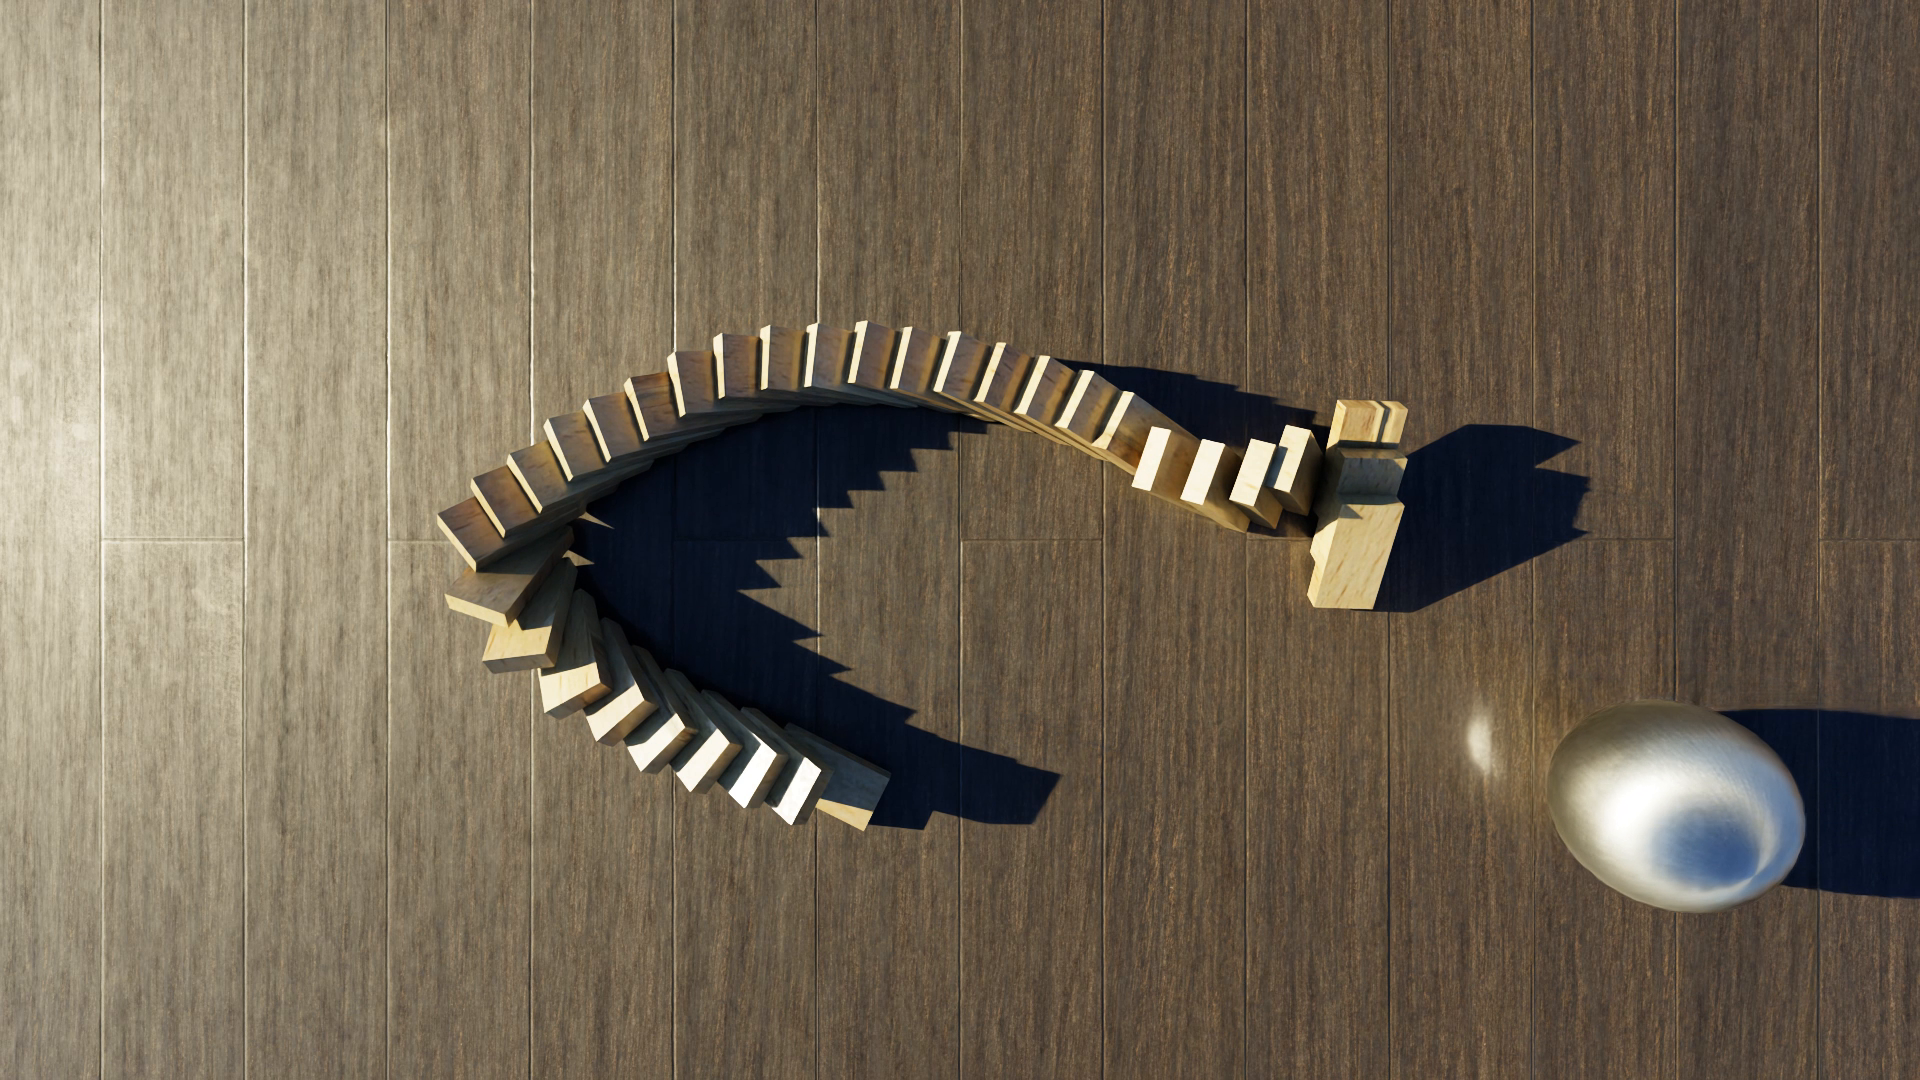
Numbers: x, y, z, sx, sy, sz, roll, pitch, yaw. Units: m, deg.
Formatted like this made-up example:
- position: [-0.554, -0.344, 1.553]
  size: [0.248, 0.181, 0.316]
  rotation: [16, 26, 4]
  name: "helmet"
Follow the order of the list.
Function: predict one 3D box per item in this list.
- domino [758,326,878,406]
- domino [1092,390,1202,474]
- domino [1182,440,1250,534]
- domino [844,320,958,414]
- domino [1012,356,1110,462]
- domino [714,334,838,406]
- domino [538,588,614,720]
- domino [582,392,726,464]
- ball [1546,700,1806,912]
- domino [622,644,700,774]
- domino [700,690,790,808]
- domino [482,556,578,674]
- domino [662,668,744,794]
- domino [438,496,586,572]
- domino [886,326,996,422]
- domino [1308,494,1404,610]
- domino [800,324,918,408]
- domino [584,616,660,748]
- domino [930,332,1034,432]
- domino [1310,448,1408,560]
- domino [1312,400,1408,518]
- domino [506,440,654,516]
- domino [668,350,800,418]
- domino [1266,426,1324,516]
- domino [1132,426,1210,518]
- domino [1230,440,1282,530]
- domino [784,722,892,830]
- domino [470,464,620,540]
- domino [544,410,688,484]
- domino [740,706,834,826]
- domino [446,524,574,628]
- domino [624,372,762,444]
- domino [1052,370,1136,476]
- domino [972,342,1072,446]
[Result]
- position: [-0.058, -0.072, 0.382]
  size: [0.050, 0.010, 0.025]
  rotation: [3, 89, -34]
  name: "domino"
- position: [0.080, -0.039, 0.383]
  size: [0.050, 0.009, 0.025]
  rotation: [27, 90, -33]
  name: "domino"
- position: [0.109, -0.021, 0.377]
  size: [0.010, 0.050, 0.025]
  rotation: [20, 90, 38]
  name: "domino"
- position: [-0.022, -0.071, 0.382]
  size: [0.050, 0.010, 0.025]
  rotation: [12, 90, -34]
  name: "domino"
- position: [0.048, -0.054, 0.382]
  size: [0.050, 0.009, 0.025]
  rotation: [23, 90, -33]
  name: "domino"
- position: [-0.076, -0.070, 0.382]
  size: [0.050, 0.010, 0.025]
  rotation: [-2, 89, -34]
  name: "domino"
- position: [-0.162, 0.047, 0.382]
  size: [0.025, 0.009, 0.050]
  rotation: [-29, 55, 0]
  name: "domino"
- position: [-0.127, -0.051, 0.382]
  size: [0.050, 0.009, 0.025]
  rotation: [-21, 90, -35]
  name: "domino"
- position: [0.278, 0.103, 0.360]
  size: [0.080, 0.080, 0.080]
  rotation: [0, 90, 0]
  name: "ball"
- position: [-0.132, 0.070, 0.383]
  size: [0.025, 0.009, 0.050]
  rotation: [-45, 58, 1]
  name: "domino"
- position: [-0.096, 0.087, 0.383]
  size: [0.050, 0.010, 0.025]
  rotation: [31, 90, 31]
  name: "domino"
- position: [-0.177, 0.030, 0.380]
  size: [0.025, 0.009, 0.050]
  rotation: [-7, 49, 0]
  name: "domino"
- position: [-0.114, 0.079, 0.383]
  size: [0.050, 0.009, 0.025]
  rotation: [38, 90, 32]
  name: "domino"
- position: [-0.185, -0.011, 0.381]
  size: [0.025, 0.010, 0.050]
  rotation: [50, 53, 3]
  name: "domino"
- position: [-0.004, -0.068, 0.382]
  size: [0.050, 0.009, 0.025]
  rotation: [14, 90, -34]
  name: "domino"
- position: [0.165, 0.005, 0.383]
  size: [0.025, 0.010, 0.050]
  rotation: [2, 120, 0]
  name: "domino"
- position: [-0.040, -0.072, 0.382]
  size: [0.050, 0.009, 0.025]
  rotation: [6, 90, -34]
  name: "domino"
- position: [-0.146, 0.058, 0.382]
  size: [0.025, 0.009, 0.050]
  rotation: [-41, 54, 0]
  name: "domino"
- position: [0.014, -0.065, 0.382]
  size: [0.050, 0.009, 0.025]
  rotation: [19, 90, -34]
  name: "domino"
- position: [0.166, -0.013, 0.383]
  size: [0.025, 0.009, 0.050]
  rotation: [2, 120, 0]
  name: "domino"
- position: [0.167, -0.033, 0.384]
  size: [0.025, 0.009, 0.050]
  rotation: [2, 118, 0]
  name: "domino"
- position: [-0.157, -0.032, 0.381]
  size: [0.050, 0.009, 0.025]
  rotation: [-31, 89, -36]
  name: "domino"
- position: [-0.094, -0.065, 0.382]
  size: [0.050, 0.009, 0.025]
  rotation: [-10, 90, -35]
  name: "domino"
- position: [0.138, -0.028, 0.376]
  size: [0.009, 0.050, 0.025]
  rotation: [19, 90, 30]
  name: "domino"
- position: [0.094, -0.027, 0.380]
  size: [0.050, 0.010, 0.025]
  rotation: [17, 93, -41]
  name: "domino"
- position: [0.125, -0.022, 0.376]
  size: [0.009, 0.050, 0.025]
  rotation: [20, 90, 30]
  name: "domino"
- position: [-0.058, 0.102, 0.395]
  size: [0.050, 0.009, 0.025]
  rotation: [27, 90, 0]
  name: "domino"
- position: [-0.172, -0.023, 0.381]
  size: [0.050, 0.009, 0.025]
  rotation: [-31, 87, -36]
  name: "domino"
- position: [-0.142, -0.043, 0.382]
  size: [0.050, 0.010, 0.025]
  rotation: [-23, 90, -36]
  name: "domino"
- position: [-0.078, 0.094, 0.383]
  size: [0.050, 0.009, 0.025]
  rotation: [29, 91, 31]
  name: "domino"
- position: [-0.185, 0.011, 0.380]
  size: [0.025, 0.010, 0.050]
  rotation: [19, 48, 1]
  name: "domino"
- position: [-0.110, -0.058, 0.382]
  size: [0.050, 0.009, 0.025]
  rotation: [-18, 90, -35]
  name: "domino"
- position: [0.064, -0.048, 0.382]
  size: [0.050, 0.010, 0.025]
  rotation: [26, 90, -33]
  name: "domino"
- position: [0.031, -0.060, 0.382]
  size: [0.050, 0.010, 0.025]
  rotation: [21, 90, -34]
  name: "domino"
